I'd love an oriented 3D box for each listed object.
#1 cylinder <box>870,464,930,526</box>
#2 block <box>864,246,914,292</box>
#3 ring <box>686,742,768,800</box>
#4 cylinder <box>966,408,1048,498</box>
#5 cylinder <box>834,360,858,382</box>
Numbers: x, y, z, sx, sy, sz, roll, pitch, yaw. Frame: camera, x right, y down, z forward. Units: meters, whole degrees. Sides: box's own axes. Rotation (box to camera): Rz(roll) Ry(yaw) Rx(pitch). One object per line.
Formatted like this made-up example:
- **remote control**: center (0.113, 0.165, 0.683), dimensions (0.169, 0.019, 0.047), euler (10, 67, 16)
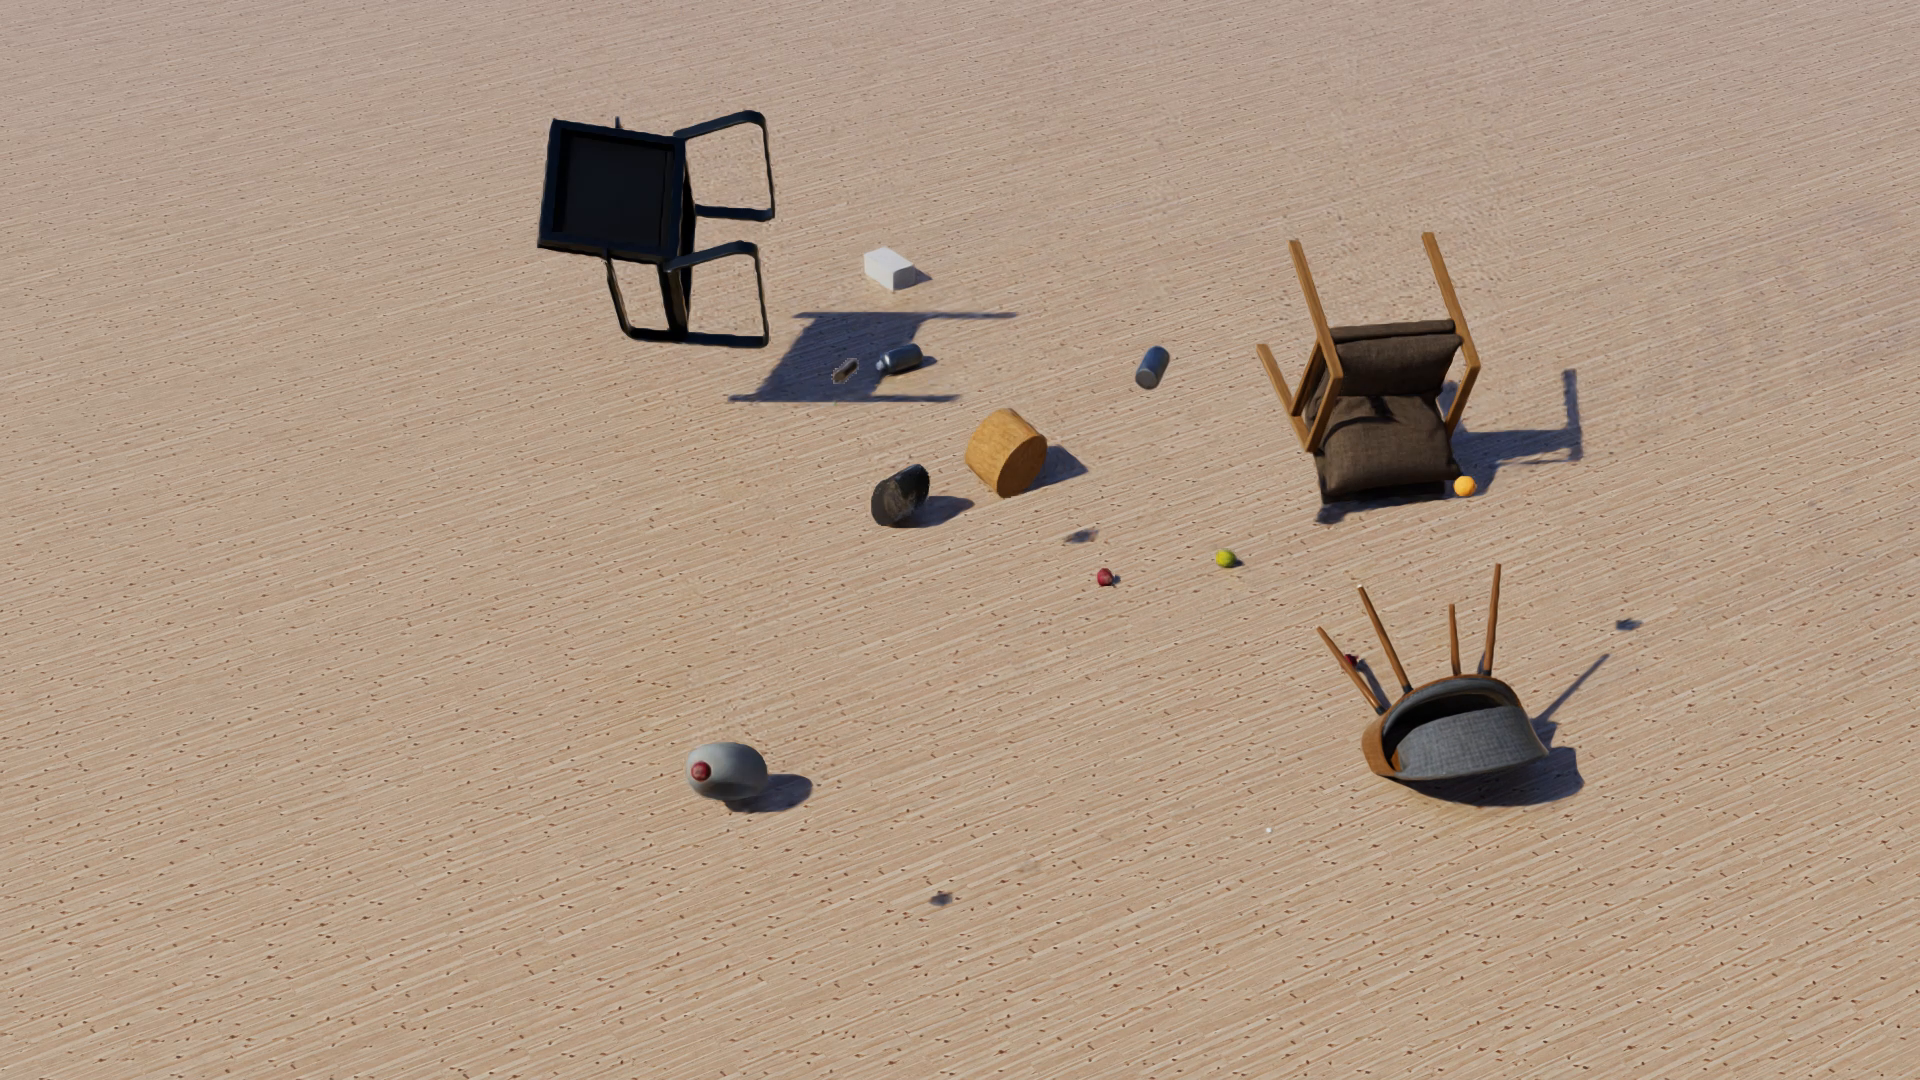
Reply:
- **cylinder**: center (-0.225, -0.170, 10.994), dimensions (0.148, 0.248, 0.137), euler (-31, 71, -38)
- **block**: center (-0.305, -1.167, 12.628), dimensions (0.114, 0.096, 0.207), euler (-23, 40, -31)
- **ring**: center (-0.758, 0.752, 9.532), dimensions (0.220, 0.356, 0.132), euler (-23, 67, 23)
- **cylinder**: center (0.178, -0.335, 11.230), dimensions (0.175, 0.283, 0.237), euler (27, 12, -43)
- **cylinder**: center (-0.391, -0.575, 10.014), dimensions (0.036, 0.069, 0.070), euler (46, 54, 0)
